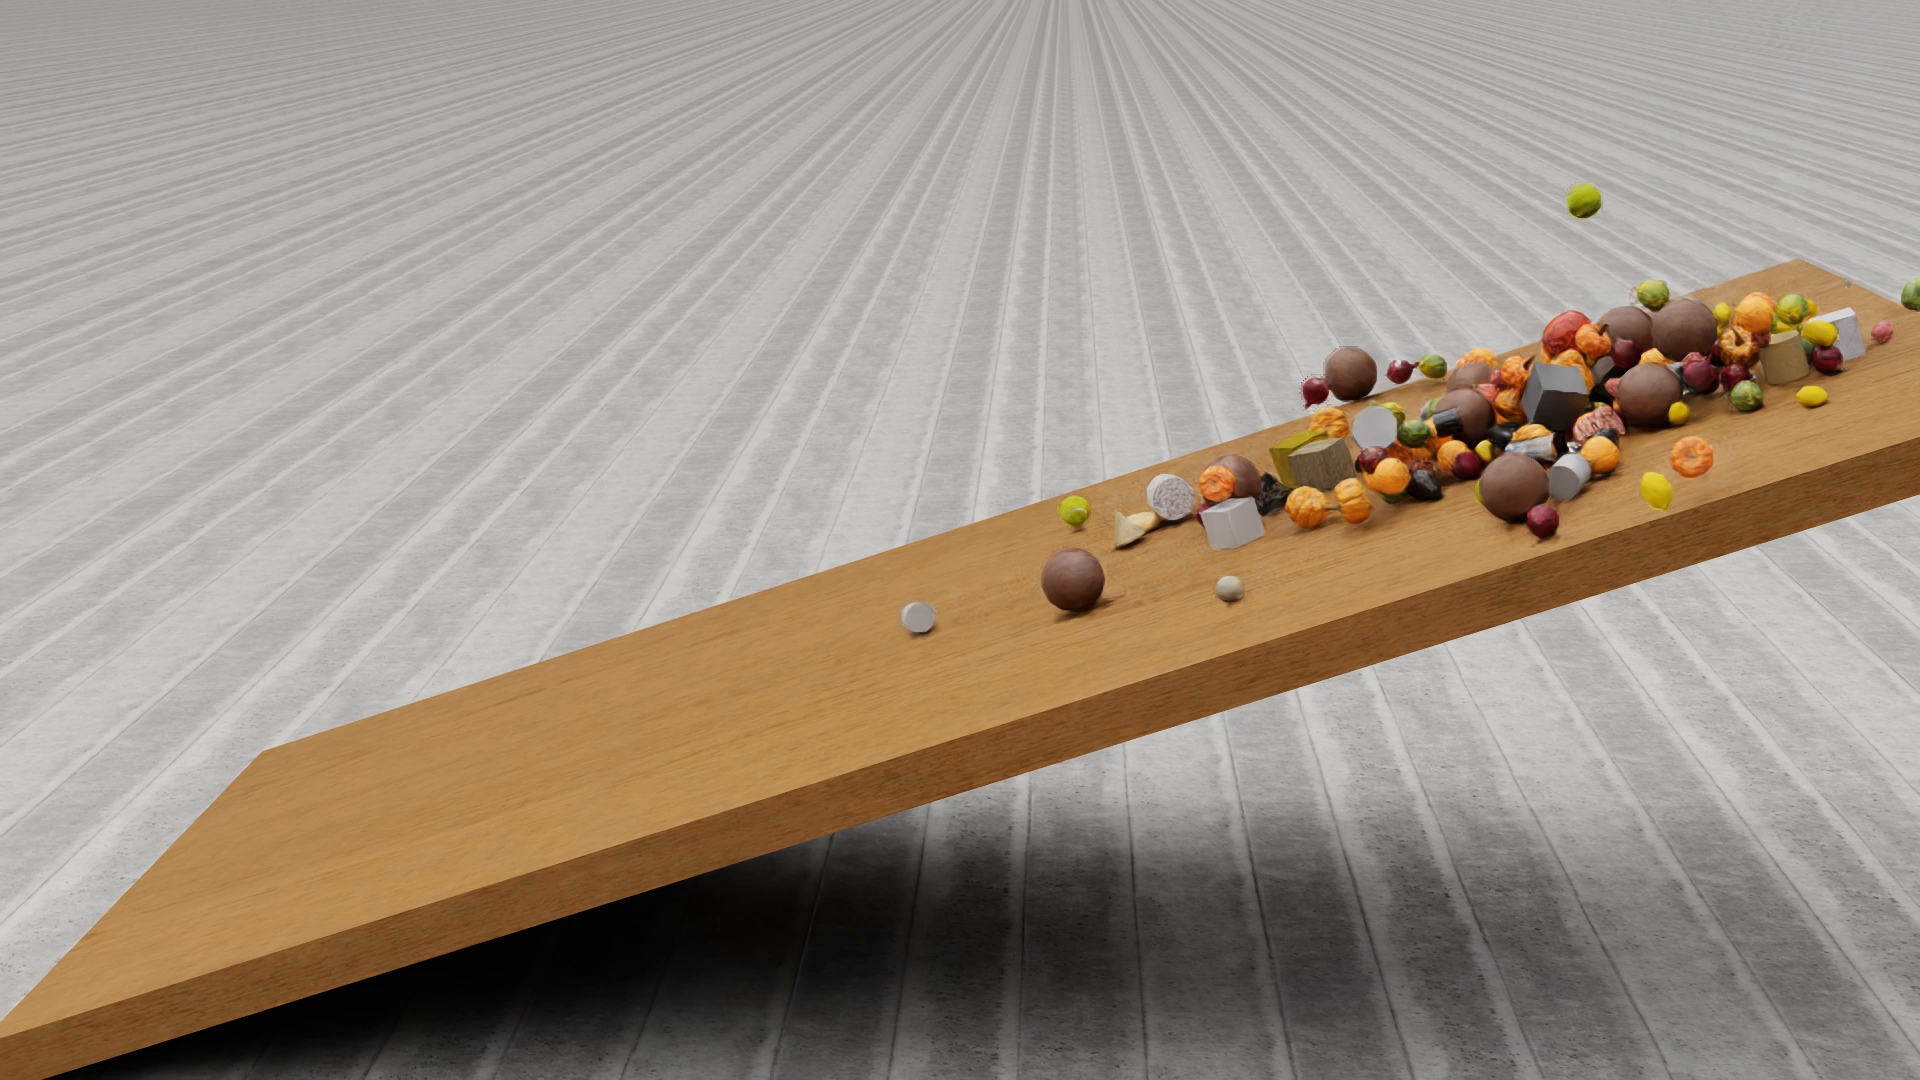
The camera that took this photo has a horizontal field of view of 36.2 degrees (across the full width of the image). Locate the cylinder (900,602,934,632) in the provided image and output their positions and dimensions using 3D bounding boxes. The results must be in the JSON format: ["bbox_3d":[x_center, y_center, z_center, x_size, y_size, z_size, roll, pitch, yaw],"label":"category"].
[{"bbox_3d":[-0.090,0.165,6.261,0.063,0.063,0.063,-2,1,-11],"label":"cylinder"}]

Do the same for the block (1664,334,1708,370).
[{"bbox_3d":[1.541,-0.394,6.246,0.071,0.071,0.071,-16,3,19],"label":"block"}]

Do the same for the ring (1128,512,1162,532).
[{"bbox_3d":[0.399,-0.036,6.526,0.103,0.034,0.103,-14,10,3],"label":"ring"}]

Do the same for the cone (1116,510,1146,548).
[{"bbox_3d":[0.357,-0.033,6.427,0.074,0.074,0.074,-27,4,2],"label":"cone"}]

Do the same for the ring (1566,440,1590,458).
[{"bbox_3d":[1.207,-0.172,5.836,0.095,0.032,0.095,-14,11,3],"label":"ring"}]

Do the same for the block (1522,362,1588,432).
[{"bbox_3d":[1.210,-0.290,5.987,0.096,0.096,0.096,6,37,-8],"label":"block"}]

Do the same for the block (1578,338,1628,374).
[{"bbox_3d":[1.401,-0.378,6.382,0.090,0.090,0.090,-17,11,12],"label":"block"}]

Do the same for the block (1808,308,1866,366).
[{"bbox_3d":[1.767,-0.409,5.925,0.085,0.085,0.085,-16,11,13],"label":"block"}]

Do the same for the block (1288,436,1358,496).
[{"bbox_3d":[0.779,-0.157,6.331,0.093,0.093,0.093,-9,14,41],"label":"block"}]

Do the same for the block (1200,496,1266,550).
[{"bbox_3d":[0.566,-0.034,6.105,0.082,0.082,0.082,-26,13,-35],"label":"block"}]

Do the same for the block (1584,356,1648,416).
[{"bbox_3d":[1.354,-0.321,6.110,0.084,0.084,0.084,42,-3,-14],"label":"block"}]

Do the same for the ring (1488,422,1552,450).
[{"bbox_3d":[1.144,-0.207,5.980,0.139,0.046,0.139,6,14,-2],"label":"ring"}]

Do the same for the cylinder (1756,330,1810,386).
[{"bbox_3d":[1.650,-0.364,5.894,0.085,0.085,0.085,-19,11,4],"label":"cylinder"}]

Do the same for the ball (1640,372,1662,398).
[{"bbox_3d":[1.441,-0.325,6.151,0.052,0.052,0.052,0,12,0],"label":"ball"}]

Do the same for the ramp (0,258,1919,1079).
[{"bbox_3d":[0.105,0.181,6.307,4.000,0.100,2.000,-18,11,6],"label":"ramp"}]

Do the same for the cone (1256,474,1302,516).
[{"bbox_3d":[0.694,-0.093,6.295,0.092,0.092,0.092,6,10,-19],"label":"cone"}]

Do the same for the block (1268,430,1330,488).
[{"bbox_3d":[0.756,-0.176,6.442,0.096,0.096,0.096,-28,13,-25],"label":"block"}]

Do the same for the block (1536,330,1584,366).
[{"bbox_3d":[1.339,-0.418,6.569,0.083,0.083,0.083,17,11,15],"label":"block"}]

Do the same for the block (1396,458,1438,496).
[{"bbox_3d":[0.935,-0.129,6.015,0.057,0.057,0.057,-21,11,-10],"label":"block"}]

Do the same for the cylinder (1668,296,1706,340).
[{"bbox_3d":[1.620,-0.492,6.552,0.074,0.074,0.074,4,46,18],"label":"cylinder"}]

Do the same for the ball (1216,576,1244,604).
[{"bbox_3d":[0.515,0.094,5.623,0.053,0.053,0.053,0,12,0],"label":"ball"}]

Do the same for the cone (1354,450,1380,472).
[{"bbox_3d":[0.889,-0.160,6.338,0.054,0.054,0.054,-10,30,-38],"label":"cone"}]

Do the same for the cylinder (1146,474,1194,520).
[{"bbox_3d":[0.466,-0.096,6.515,0.094,0.094,0.094,-1,7,-5],"label":"cylinder"}]

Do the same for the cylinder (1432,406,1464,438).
[{"bbox_3d":[0.986,-0.237,5.942,0.053,0.053,0.053,-18,9,11],"label":"cylinder"}]

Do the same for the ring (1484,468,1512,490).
[{"bbox_3d":[1.078,-0.122,5.812,0.091,0.030,0.091,-19,9,3],"label":"ring"}]

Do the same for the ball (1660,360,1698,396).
[{"bbox_3d":[1.480,-0.333,6.047,0.075,0.075,0.075,0,12,0],"label":"ball"}]

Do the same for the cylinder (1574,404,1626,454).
[{"bbox_3d":[1.260,-0.218,5.799,0.071,0.071,0.071,-40,-10,29],"label":"cylinder"}]
